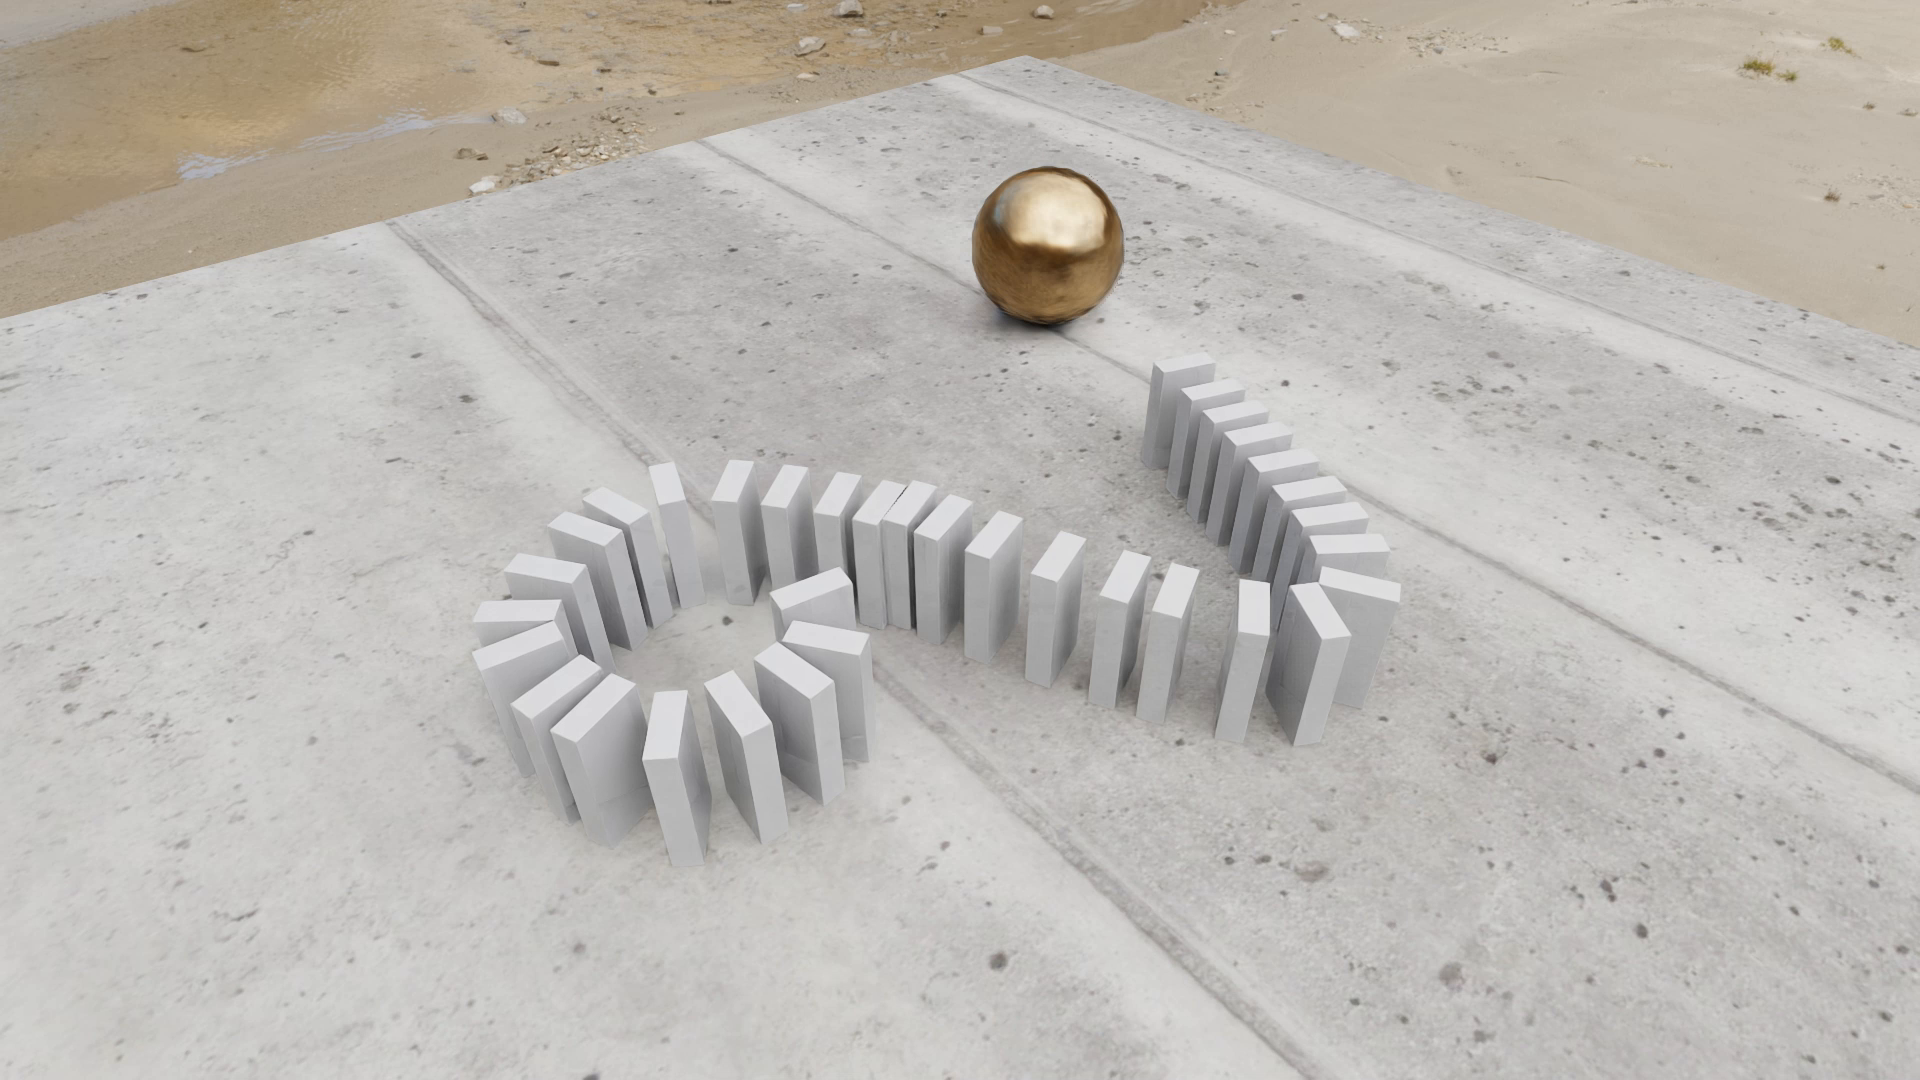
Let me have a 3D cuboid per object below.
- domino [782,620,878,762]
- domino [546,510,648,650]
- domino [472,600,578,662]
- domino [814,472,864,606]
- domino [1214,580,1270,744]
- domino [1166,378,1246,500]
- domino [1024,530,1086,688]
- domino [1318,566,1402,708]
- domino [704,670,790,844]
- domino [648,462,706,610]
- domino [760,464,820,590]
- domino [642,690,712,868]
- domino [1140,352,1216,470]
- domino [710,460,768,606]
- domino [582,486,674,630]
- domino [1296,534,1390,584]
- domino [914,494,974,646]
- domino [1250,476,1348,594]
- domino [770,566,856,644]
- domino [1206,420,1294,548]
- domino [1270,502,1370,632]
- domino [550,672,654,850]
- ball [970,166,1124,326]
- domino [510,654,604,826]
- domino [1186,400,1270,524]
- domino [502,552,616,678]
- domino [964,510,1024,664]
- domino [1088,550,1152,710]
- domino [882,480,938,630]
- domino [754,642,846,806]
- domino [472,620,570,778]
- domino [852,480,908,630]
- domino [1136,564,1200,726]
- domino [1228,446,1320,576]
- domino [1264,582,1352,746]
[{"bbox_3d":[-0.041,0.049,0.352,0.025,0.050,0.009,9,40,11],"label":"domino"},{"bbox_3d":[-0.129,0.015,0.393,0.025,0.050,0.010,17,42,19],"label":"domino"},{"bbox_3d":[-0.139,0.041,0.361,0.025,0.050,0.009,-1,39,-1],"label":"domino"},{"bbox_3d":[-0.044,0.003,0.408,0.009,0.050,0.025,9,40,11],"label":"domino"},{"bbox_3d":[0.093,0.040,0.362,0.010,0.050,0.025,8,40,10],"label":"domino"},{"bbox_3d":[0.103,-0.042,0.463,0.025,0.050,0.009,-13,41,-16],"label":"domino"},{"bbox_3d":[0.033,0.025,0.382,0.009,0.050,0.025,18,43,21],"label":"domino"},{"bbox_3d":[0.129,0.034,0.371,0.025,0.050,0.009,14,41,16],"label":"domino"},{"bbox_3d":[-0.064,0.066,0.331,0.009,0.050,0.025,-24,45,-26],"label":"domino"},{"bbox_3d":[-0.106,-0.001,0.413,0.009,0.050,0.025,-14,41,-16],"label":"domino"},{"bbox_3d":[-0.063,0.000,0.412,0.009,0.050,0.025,8,40,9],"label":"domino"},{"bbox_3d":[-0.083,0.071,0.325,0.009,0.050,0.025,-3,39,-4],"label":"domino"},{"bbox_3d":[0.095,-0.056,0.479,0.025,0.050,0.010,-13,41,-15],"label":"domino"},{"bbox_3d":[-0.082,-0.002,0.414,0.010,0.050,0.025,4,39,5],"label":"domino"},{"bbox_3d":[-0.121,0.007,0.403,0.025,0.050,0.009,25,45,27],"label":"domino"},{"bbox_3d":[0.131,0.020,0.386,0.025,0.050,0.010,-2,39,-2],"label":"domino"},{"bbox_3d":[-0.006,0.011,0.398,0.010,0.050,0.025,20,43,22],"label":"domino"},{"bbox_3d":[0.125,0.001,0.411,0.025,0.050,0.009,-10,40,-12],"label":"domino"},{"bbox_3d":[-0.048,0.035,0.369,0.025,0.050,0.010,-21,44,-23],"label":"domino"},{"bbox_3d":[0.115,-0.022,0.438,0.025,0.050,0.009,-12,41,-15],"label":"domino"},{"bbox_3d":[0.129,0.010,0.399,0.025,0.050,0.009,-7,40,-9],"label":"domino"},{"bbox_3d":[-0.104,0.067,0.330,0.009,0.050,0.025,18,43,21],"label":"domino"},{"bbox_3d":[0.046,-0.153,0.575,0.080,0.080,0.080,0,39,0],"label":"ball"},{"bbox_3d":[-0.117,0.062,0.336,0.010,0.050,0.025,25,46,28],"label":"domino"},{"bbox_3d":[0.109,-0.032,0.450,0.025,0.050,0.010,-13,41,-15],"label":"domino"},{"bbox_3d":[-0.136,0.028,0.377,0.025,0.050,0.009,9,40,11],"label":"domino"},{"bbox_3d":[0.012,0.017,0.390,0.009,0.050,0.025,19,43,22],"label":"domino"},{"bbox_3d":[0.054,0.031,0.374,0.010,0.050,0.025,16,42,19],"label":"domino"},{"bbox_3d":[-0.018,0.006,0.404,0.010,0.050,0.025,16,42,18],"label":"domino"},{"bbox_3d":[-0.049,0.058,0.341,0.025,0.050,0.009,29,47,30],"label":"domino"},{"bbox_3d":[-0.134,0.051,0.349,0.025,0.050,0.009,-23,44,-25],"label":"domino"},{"bbox_3d":[-0.028,0.006,0.404,0.010,0.050,0.025,15,42,17],"label":"domino"},{"bbox_3d":[0.069,0.035,0.368,0.009,0.050,0.025,15,42,17],"label":"domino"},{"bbox_3d":[0.120,-0.011,0.424,0.025,0.050,0.009,-11,41,-13],"label":"domino"},{"bbox_3d":[0.113,0.041,0.361,0.010,0.050,0.025,-7,40,-7],"label":"domino"}]
